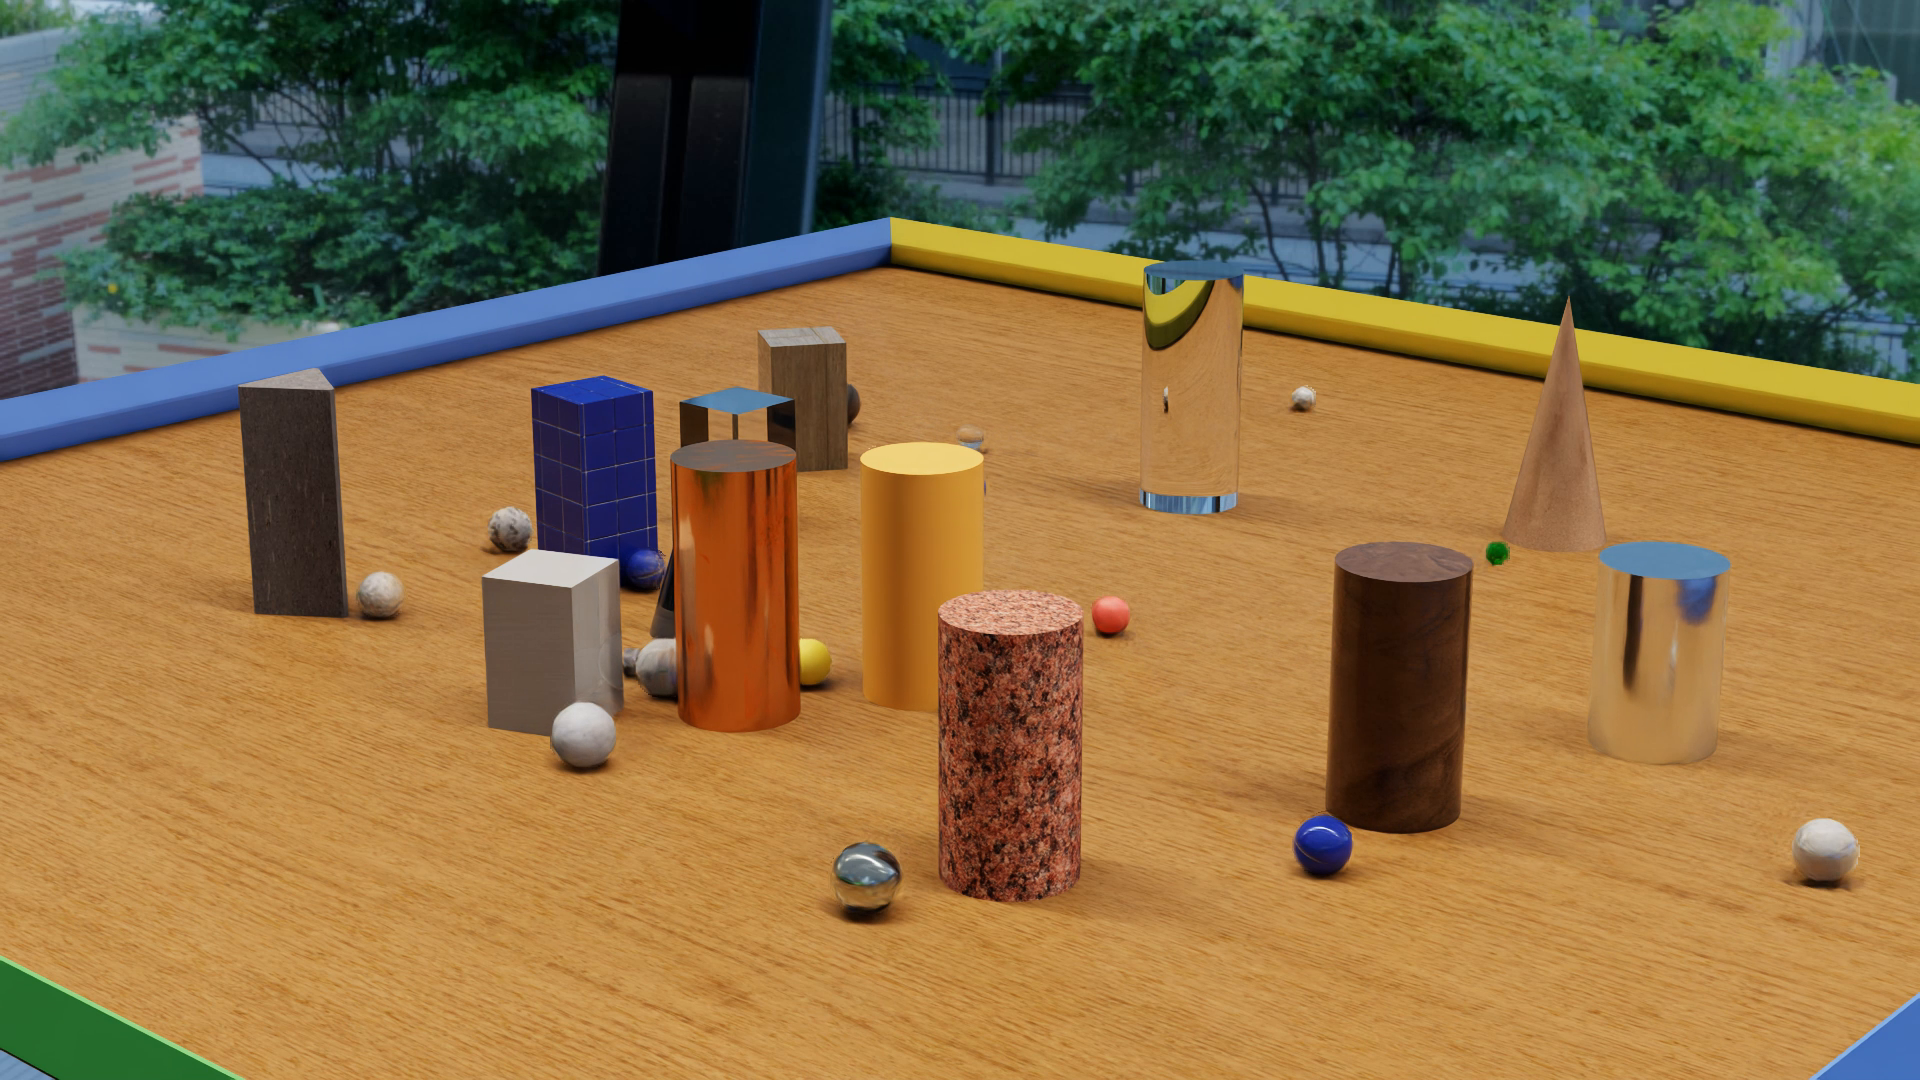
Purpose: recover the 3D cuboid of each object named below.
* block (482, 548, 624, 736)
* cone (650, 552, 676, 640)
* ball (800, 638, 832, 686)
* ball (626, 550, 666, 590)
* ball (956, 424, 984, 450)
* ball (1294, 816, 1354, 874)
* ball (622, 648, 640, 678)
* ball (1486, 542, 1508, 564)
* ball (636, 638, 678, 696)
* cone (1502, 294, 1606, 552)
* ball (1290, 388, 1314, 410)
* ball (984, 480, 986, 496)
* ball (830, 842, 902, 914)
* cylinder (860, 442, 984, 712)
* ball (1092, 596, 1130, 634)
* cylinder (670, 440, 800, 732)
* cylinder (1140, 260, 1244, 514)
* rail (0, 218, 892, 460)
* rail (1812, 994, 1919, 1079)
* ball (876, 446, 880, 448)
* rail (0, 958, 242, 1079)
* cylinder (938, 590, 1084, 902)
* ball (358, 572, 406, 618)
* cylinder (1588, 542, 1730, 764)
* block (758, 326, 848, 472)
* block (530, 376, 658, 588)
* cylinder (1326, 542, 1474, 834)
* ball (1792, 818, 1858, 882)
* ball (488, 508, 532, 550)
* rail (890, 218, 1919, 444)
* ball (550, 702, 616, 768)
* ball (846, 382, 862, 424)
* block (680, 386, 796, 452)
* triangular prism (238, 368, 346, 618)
[{"bbox_3d":[-0.623,0.159,4.497,0.153,0.243,0.153,6,18,20],"label":"block"},{"bbox_3d":[-0.428,-0.001,4.892,0.191,0.320,0.191,0,17,0],"label":"cone"},{"bbox_3d":[-0.243,0.194,4.668,0.076,0.076,0.076,0,17,0],"label":"ball"},{"bbox_3d":[-0.550,0.052,5.150,0.070,0.070,0.070,0,17,0],"label":"ball"},{"bbox_3d":[0.021,-0.212,6.047,0.055,0.055,0.055,0,17,0],"label":"ball"},{"bbox_3d":[0.490,0.410,3.948,0.079,0.079,0.079,0,17,0],"label":"ball"},{"bbox_3d":[-0.525,0.197,4.707,0.048,0.048,0.048,0,17,0],"label":"ball"},{"bbox_3d":[0.969,0.024,5.291,0.041,0.041,0.041,0,17,0],"label":"ball"},{"bbox_3d":[-0.464,0.200,4.621,0.092,0.092,0.092,0,17,0],"label":"ball"},{"bbox_3d":[1.106,-0.226,5.391,0.191,0.461,0.191,0,17,0],"label":"cone"},{"bbox_3d":[0.744,-0.306,6.367,0.051,0.051,0.051,0,17,0],"label":"ball"},{"bbox_3d":[0.014,-0.099,5.642,0.074,0.074,0.074,0,17,0],"label":"ball"},{"bbox_3d":[-0.123,0.440,3.823,0.094,0.094,0.094,0,17,0],"label":"ball"},{"bbox_3d":[-0.059,0.056,4.596,0.191,0.382,0.191,0,17,0],"label":"cylinder"},{"bbox_3d":[0.253,0.126,4.913,0.064,0.064,0.064,0,17,0],"label":"ball"},{"bbox_3d":[-0.343,0.069,4.502,0.191,0.411,0.191,0,17,0],"label":"cylinder"},{"bbox_3d":[0.444,-0.294,5.630,0.191,0.455,0.191,0,17,0],"label":"cylinder"},{"bbox_3d":[-1.528,-0.352,6.390,0.045,0.124,4.141,14,22,39],"label":"rail"},{"bbox_3d":[1.528,0.415,3.851,0.045,0.124,4.141,14,22,39],"label":"rail"},{"bbox_3d":[-0.160,-0.154,5.840,0.064,0.064,0.064,0,17,0],"label":"ball"},{"bbox_3d":[-1.342,0.478,3.641,4.093,0.124,0.045,14,22,39],"label":"rail"},{"bbox_3d":[0.067,0.272,3.900,0.191,0.371,0.191,0,17,0],"label":"cylinder"},{"bbox_3d":[-0.986,0.092,5.000,0.078,0.078,0.078,0,17,0],"label":"ball"},{"bbox_3d":[1.045,0.167,4.390,0.191,0.288,0.191,0,17,0],"label":"cylinder"},{"bbox_3d":[-0.319,-0.284,5.932,0.153,0.261,0.153,-4,17,-13],"label":"block"},{"bbox_3d":[-0.643,-0.098,5.174,0.153,0.343,0.153,-14,22,-38],"label":"block"},{"bbox_3d":[0.616,0.206,4.125,0.191,0.368,0.191,0,17,0],"label":"cylinder"},{"bbox_3d":[1.157,0.415,3.923,0.084,0.084,0.084,0,17,0],"label":"ball"},{"bbox_3d":[-0.825,-0.020,5.372,0.079,0.079,0.079,0,17,0],"label":"ball"},{"bbox_3d":[1.342,-0.416,6.600,4.093,0.124,0.045,14,22,39],"label":"rail"},{"bbox_3d":[-0.555,0.287,4.326,0.096,0.096,0.096,0,17,0],"label":"ball"},{"bbox_3d":[-0.258,-0.290,6.237,0.095,0.095,0.095,0,17,0],"label":"ball"},{"bbox_3d":[-0.417,-0.149,5.528,0.153,0.235,0.153,14,22,38],"label":"block"},{"bbox_3d":[-1.117,-0.083,5.025,0.166,0.400,0.143,3,17,8],"label":"triangular prism"}]
